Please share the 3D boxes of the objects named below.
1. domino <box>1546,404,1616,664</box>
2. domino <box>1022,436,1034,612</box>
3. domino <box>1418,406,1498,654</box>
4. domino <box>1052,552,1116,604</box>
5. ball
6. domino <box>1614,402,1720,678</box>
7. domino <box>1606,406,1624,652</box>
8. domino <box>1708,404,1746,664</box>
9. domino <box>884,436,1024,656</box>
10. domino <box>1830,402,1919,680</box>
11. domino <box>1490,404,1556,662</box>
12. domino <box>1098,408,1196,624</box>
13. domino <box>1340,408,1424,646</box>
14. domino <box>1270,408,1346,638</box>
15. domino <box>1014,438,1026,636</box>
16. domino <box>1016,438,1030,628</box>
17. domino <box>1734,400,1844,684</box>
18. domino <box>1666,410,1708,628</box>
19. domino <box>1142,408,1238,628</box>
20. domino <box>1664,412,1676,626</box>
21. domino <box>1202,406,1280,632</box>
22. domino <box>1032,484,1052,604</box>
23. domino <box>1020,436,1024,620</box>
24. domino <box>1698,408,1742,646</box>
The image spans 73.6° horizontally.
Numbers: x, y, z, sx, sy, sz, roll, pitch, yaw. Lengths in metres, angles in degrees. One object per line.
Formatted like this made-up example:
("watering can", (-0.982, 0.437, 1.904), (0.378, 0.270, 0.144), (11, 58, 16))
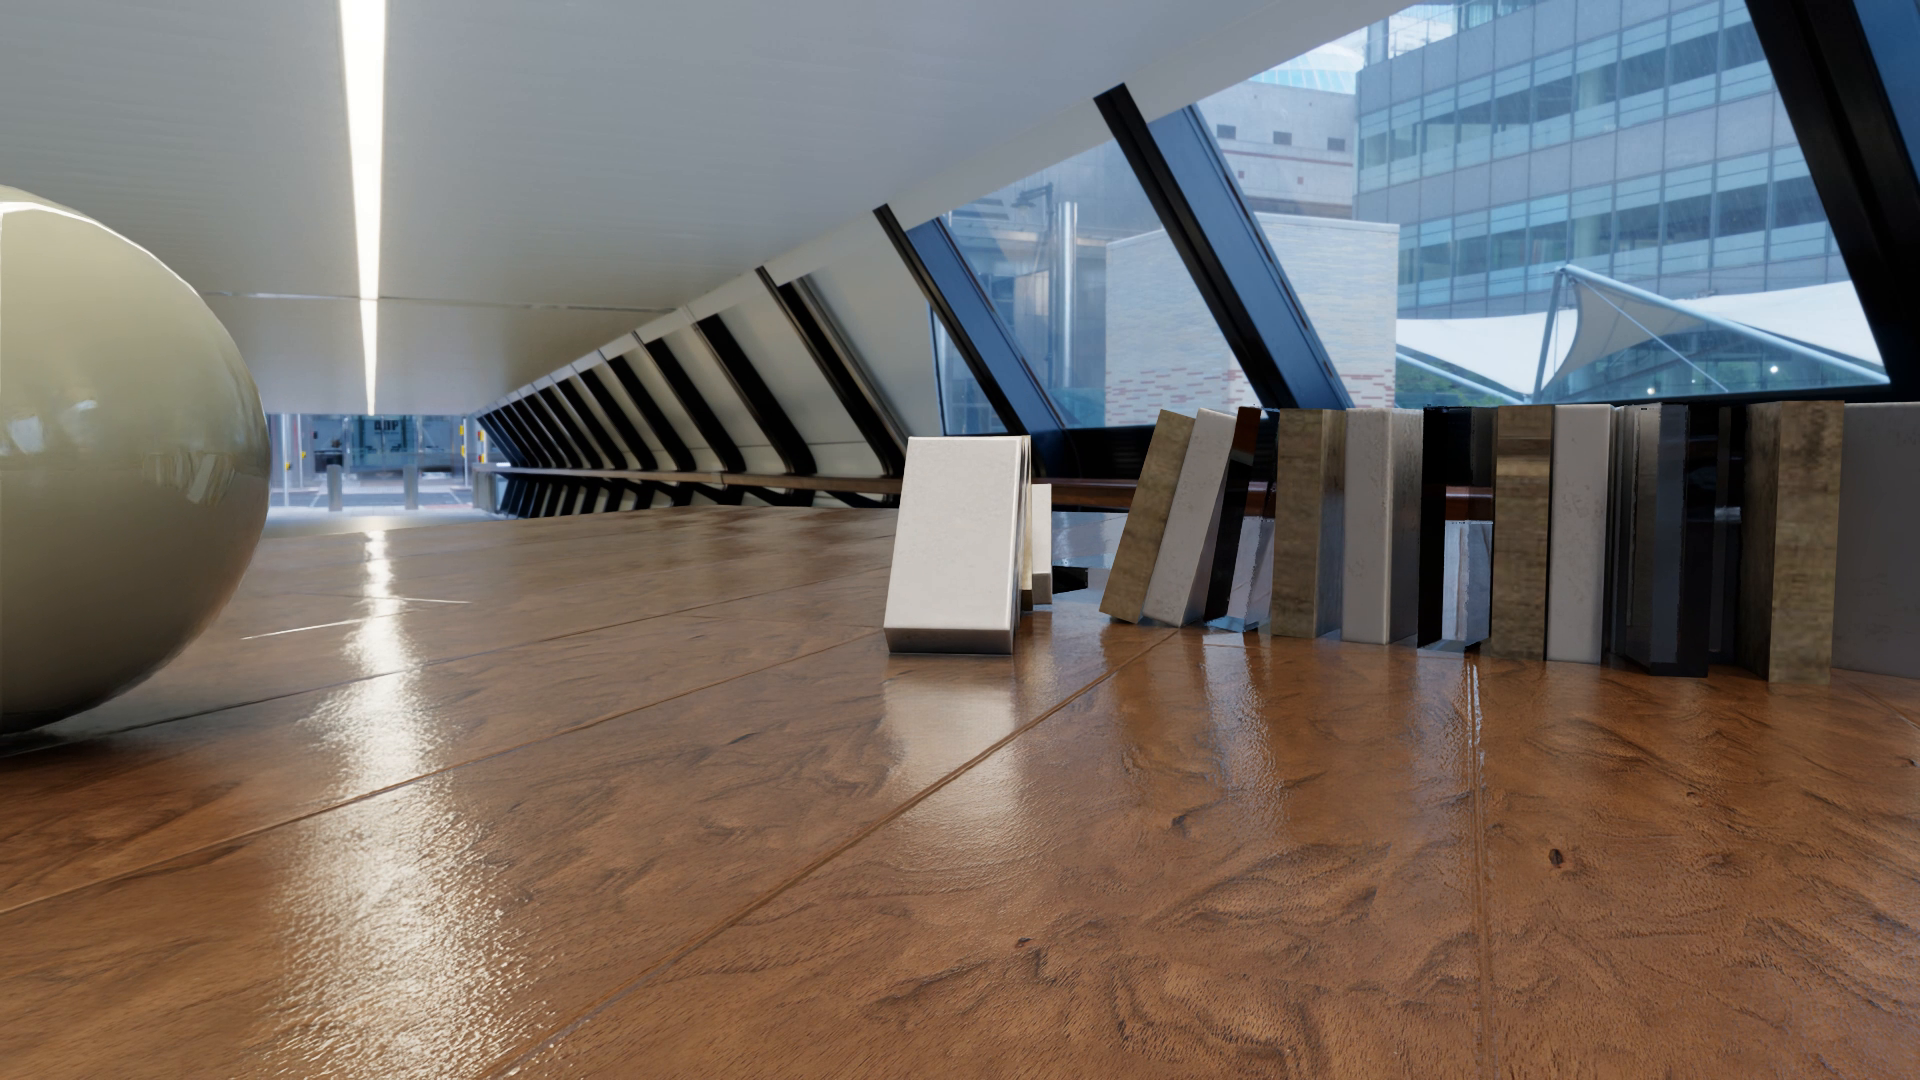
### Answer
("domino", (0.125, -0.002, 0.258), (0.009, 0.050, 0.025), (2, 5, 29))
("domino", (0.006, -0.005, 0.333), (0.025, 0.050, 0.010), (-2, -37, 5))
("domino", (0.107, -0.003, 0.272), (0.010, 0.050, 0.025), (3, 5, 38))
("domino", (0.044, 0.010, 0.366), (0.025, 0.010, 0.050), (3, 5, 36))
("ball", (-0.144, -0.011, 0.184), (0.080, 0.080, 0.080), (0, 4, 0))
("domino", (0.134, -0.001, 0.245), (0.010, 0.050, 0.025), (1, 4, 13))
("domino", (0.142, -0.003, 0.269), (0.009, 0.050, 0.025), (2, 5, 23))
("domino", (0.150, -0.002, 0.259), (0.009, 0.050, 0.025), (2, 5, 22))
("domino", (0.000, 0.000, 0.271), (0.025, 0.050, 0.009), (1, -37, 7))
("domino", (0.171, -0.001, 0.242), (0.010, 0.050, 0.025), (-2, 5, -29))
("domino", (0.116, -0.002, 0.263), (0.010, 0.050, 0.025), (2, 5, 29))
("domino", (0.048, -0.006, 0.313), (0.010, 0.050, 0.025), (18, 9, 13))
("domino", (0.093, -0.004, 0.282), (0.009, 0.050, 0.025), (3, 5, 37))
("domino", (0.080, -0.004, 0.291), (0.010, 0.050, 0.025), (4, 6, 33))
("domino", (0.001, -0.002, 0.296), (0.025, 0.050, 0.010), (1, -37, 6))
("domino", (0.003, -0.003, 0.308), (0.025, 0.050, 0.009), (1, -37, 6))
("domino", (0.153, 0.000, 0.238), (0.010, 0.050, 0.025), (1, 4, 17))
("domino", (0.172, -0.006, 0.308), (0.010, 0.050, 0.025), (1, 4, 13))
("domino", (0.058, -0.006, 0.305), (0.009, 0.050, 0.025), (18, 11, 22))
("domino", (0.157, -0.006, 0.308), (0.009, 0.050, 0.025), (-1, 5, -18))
("domino", (0.069, -0.005, 0.298), (0.009, 0.050, 0.025), (13, 10, 30))
("domino", (0.013, 0.001, 0.353), (0.025, 0.010, 0.050), (-2, 29, 5))
("domino", (0.003, -0.004, 0.321), (0.025, 0.050, 0.009), (0, -37, 5))
("domino", (0.169, -0.002, 0.265), (0.010, 0.050, 0.025), (-3, 5, -31))
